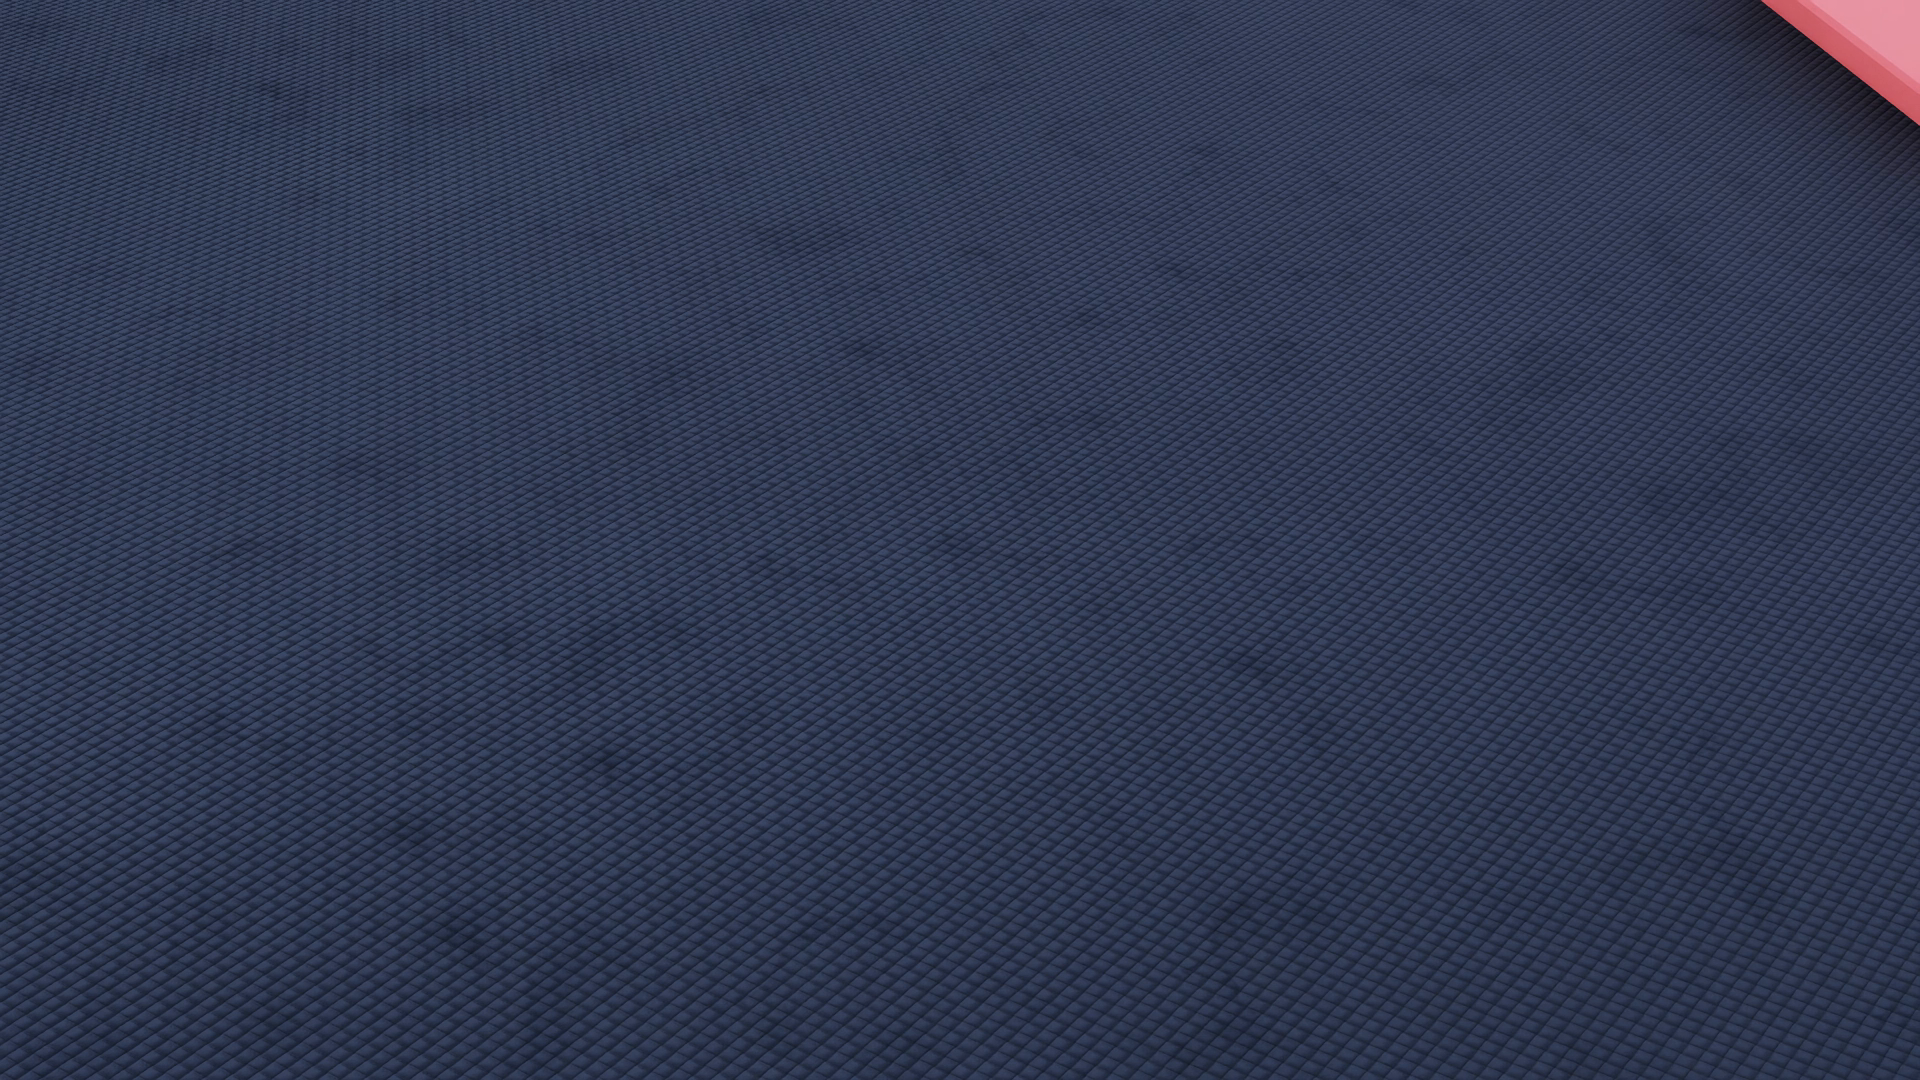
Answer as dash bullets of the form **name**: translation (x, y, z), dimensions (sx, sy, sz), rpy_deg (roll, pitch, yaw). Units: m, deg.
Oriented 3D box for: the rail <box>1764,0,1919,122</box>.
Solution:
- **rail**: translation (0.735, -0.528, 2.664), dimensions (0.045, 0.117, 3.576), rpy_deg (-5, 29, -8)
